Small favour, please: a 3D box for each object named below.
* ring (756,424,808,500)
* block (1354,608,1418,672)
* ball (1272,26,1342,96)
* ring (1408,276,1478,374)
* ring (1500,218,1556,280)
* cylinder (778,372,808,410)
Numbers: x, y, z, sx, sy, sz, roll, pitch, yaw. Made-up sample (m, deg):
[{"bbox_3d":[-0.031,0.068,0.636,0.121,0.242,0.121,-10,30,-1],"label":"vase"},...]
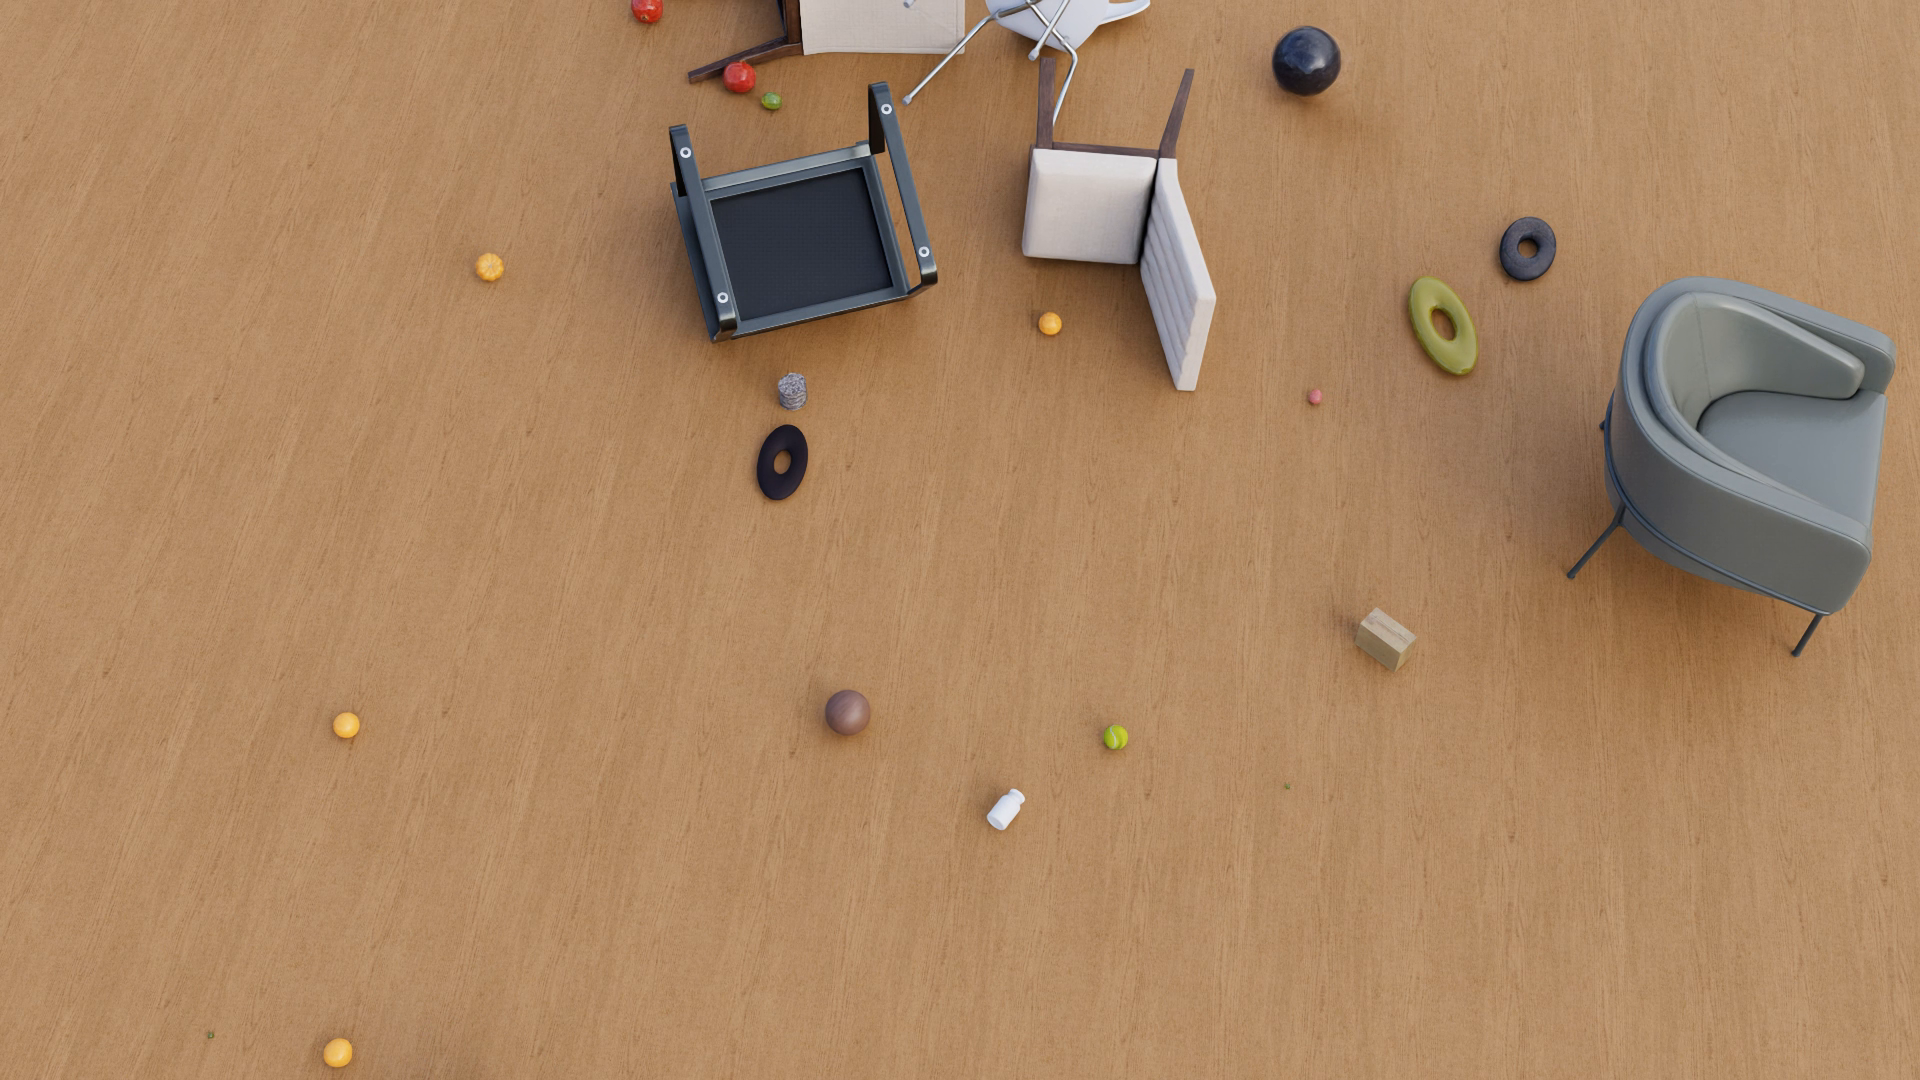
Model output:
[{"bbox_3d":[-0.541,-0.238,6.710,0.152,0.040,0.285,6,56,3],"label":"ring"},{"bbox_3d":[1.222,0.287,6.315,0.145,0.109,0.076,38,64,23],"label":"block"},{"bbox_3d":[1.189,-1.639,7.533,0.235,0.235,0.235,0,56,0],"label":"ball"},{"bbox_3d":[1.538,-0.686,7.003,0.193,0.053,0.412,-9,56,-6],"label":"ring"},{"bbox_3d":[1.855,-0.952,7.182,0.181,0.052,0.276,16,58,10],"label":"ring"},{"bbox_3d":[-0.519,-0.461,6.834,0.090,0.082,0.080,-38,64,-22],"label":"cylinder"}]
